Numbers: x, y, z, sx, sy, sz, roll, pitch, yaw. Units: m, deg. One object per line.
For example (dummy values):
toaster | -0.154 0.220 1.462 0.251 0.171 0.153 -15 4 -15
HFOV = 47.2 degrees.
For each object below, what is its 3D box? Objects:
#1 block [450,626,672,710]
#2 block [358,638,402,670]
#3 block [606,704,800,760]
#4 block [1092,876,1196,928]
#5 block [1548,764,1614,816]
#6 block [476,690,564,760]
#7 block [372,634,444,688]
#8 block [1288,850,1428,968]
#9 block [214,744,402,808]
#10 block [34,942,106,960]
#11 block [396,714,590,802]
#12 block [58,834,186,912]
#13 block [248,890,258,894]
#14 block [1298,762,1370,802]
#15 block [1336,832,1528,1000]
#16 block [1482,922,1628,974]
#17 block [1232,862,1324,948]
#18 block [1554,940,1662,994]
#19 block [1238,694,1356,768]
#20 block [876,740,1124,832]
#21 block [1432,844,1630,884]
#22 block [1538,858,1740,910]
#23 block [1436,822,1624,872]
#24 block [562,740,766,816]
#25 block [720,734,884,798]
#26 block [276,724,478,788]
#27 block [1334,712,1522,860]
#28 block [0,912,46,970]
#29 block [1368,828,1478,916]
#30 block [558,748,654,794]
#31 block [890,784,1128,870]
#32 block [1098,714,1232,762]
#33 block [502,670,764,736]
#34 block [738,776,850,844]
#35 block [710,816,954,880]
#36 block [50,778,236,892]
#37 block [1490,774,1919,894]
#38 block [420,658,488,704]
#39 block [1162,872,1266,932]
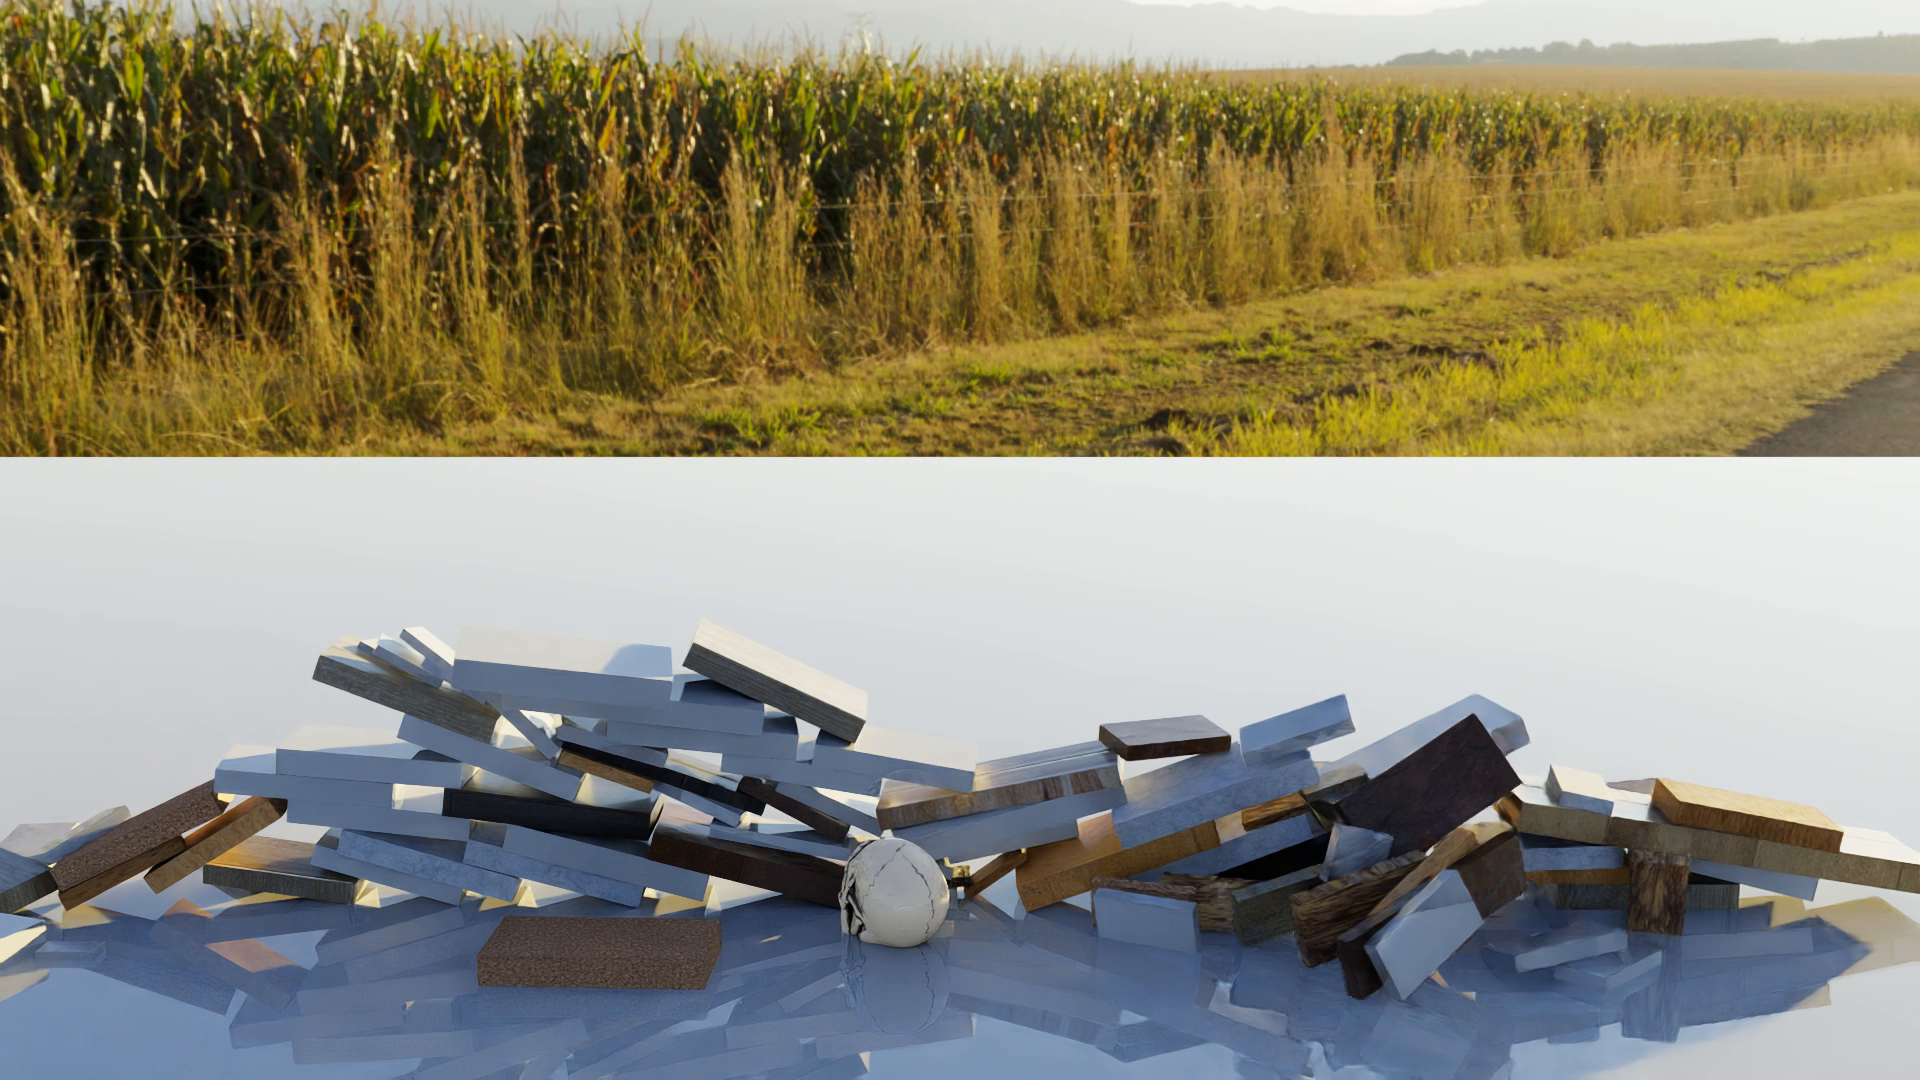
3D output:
block | -0.633 0.203 3.517 0.338 0.048 0.169 7 15 -10
block | -0.943 0.189 3.629 0.091 0.013 0.045 25 11 18
block | -0.427 0.301 3.630 0.309 0.044 0.154 7 15 -10
block | 0.291 0.582 3.480 0.164 0.082 0.023 4 24 18
block | 1.012 0.407 3.588 0.084 0.024 0.167 12 10 7
block | -0.723 0.276 3.604 0.026 0.183 0.091 -43 11 6
block | -0.897 0.197 3.588 0.120 0.017 0.060 31 10 -16
block | 0.618 0.563 3.362 0.221 0.111 0.031 -18 19 -13
block | -1.070 0.389 3.631 0.282 0.040 0.141 6 11 -7
block | -1.374 0.634 3.397 0.091 0.013 0.045 0 11 1
block | -0.759 0.338 3.622 0.301 0.043 0.151 21 10 -3
block | -1.378 0.538 3.619 0.203 0.029 0.102 -28 11 -18
block | -1.211 0.556 3.775 0.102 0.029 0.203 -9 14 -41
block | 0.605 0.394 3.572 0.108 0.015 0.054 -18 16 -5
block | 0.714 0.561 3.307 0.375 0.096 0.027 -24 18 -31
block | 0.903 0.618 3.338 0.192 0.027 0.096 -9 0 -16
block | 0.516 0.567 3.435 0.182 0.091 0.026 -15 29 -12
block | 0.982 0.641 3.328 0.167 0.024 0.084 -10 15 -43
block | 0.543 0.306 3.547 0.182 0.026 0.091 -20 20 11
block | 0.068 0.403 3.649 0.407 0.037 0.132 -12 14 9
block | 0.950 0.527 3.667 0.297 0.042 0.149 0 11 4
block | 1.124 0.569 3.665 0.297 0.042 0.148 0 11 1
block | 0.929 0.499 3.593 0.268 0.038 0.134 -2 11 -4
block | -0.488 0.375 3.654 0.347 0.026 0.091 20 12 -10
block | -0.256 0.366 3.652 0.264 0.037 0.132 9 14 0
block | -0.952 0.355 3.622 0.301 0.043 0.151 5 11 1
block | 0.744 0.405 3.498 0.268 0.134 0.038 -32 -8 -9
block | -1.724 0.607 3.444 0.589 0.048 0.169 4 11 21
block | 0.718 0.549 3.346 0.221 0.111 0.031 -36 25 -27
block | -0.580 0.371 3.626 0.157 0.022 0.079 20 11 -9
block | 0.075 0.446 3.649 0.382 0.044 0.155 -16 14 -5
block | 0.340 0.328 3.644 0.196 0.028 0.098 -3 18 -25
block | -0.529 0.250 3.585 0.414 0.044 0.154 7 15 -9
block | -0.273 0.435 3.676 0.196 0.028 0.098 28 10 -2
block | -0.211 0.506 3.655 0.405 0.022 0.079 10 10 -2
block | -1.348 0.482 3.639 0.282 0.040 0.141 -26 11 -5
block | 1.229 0.480 3.615 0.706 0.049 0.175 9 10 -6
block | -0.821 0.224 3.604 0.120 0.017 0.060 33 9 -5
block | 0.404 0.578 3.500 0.164 0.082 0.023 3 3 14
